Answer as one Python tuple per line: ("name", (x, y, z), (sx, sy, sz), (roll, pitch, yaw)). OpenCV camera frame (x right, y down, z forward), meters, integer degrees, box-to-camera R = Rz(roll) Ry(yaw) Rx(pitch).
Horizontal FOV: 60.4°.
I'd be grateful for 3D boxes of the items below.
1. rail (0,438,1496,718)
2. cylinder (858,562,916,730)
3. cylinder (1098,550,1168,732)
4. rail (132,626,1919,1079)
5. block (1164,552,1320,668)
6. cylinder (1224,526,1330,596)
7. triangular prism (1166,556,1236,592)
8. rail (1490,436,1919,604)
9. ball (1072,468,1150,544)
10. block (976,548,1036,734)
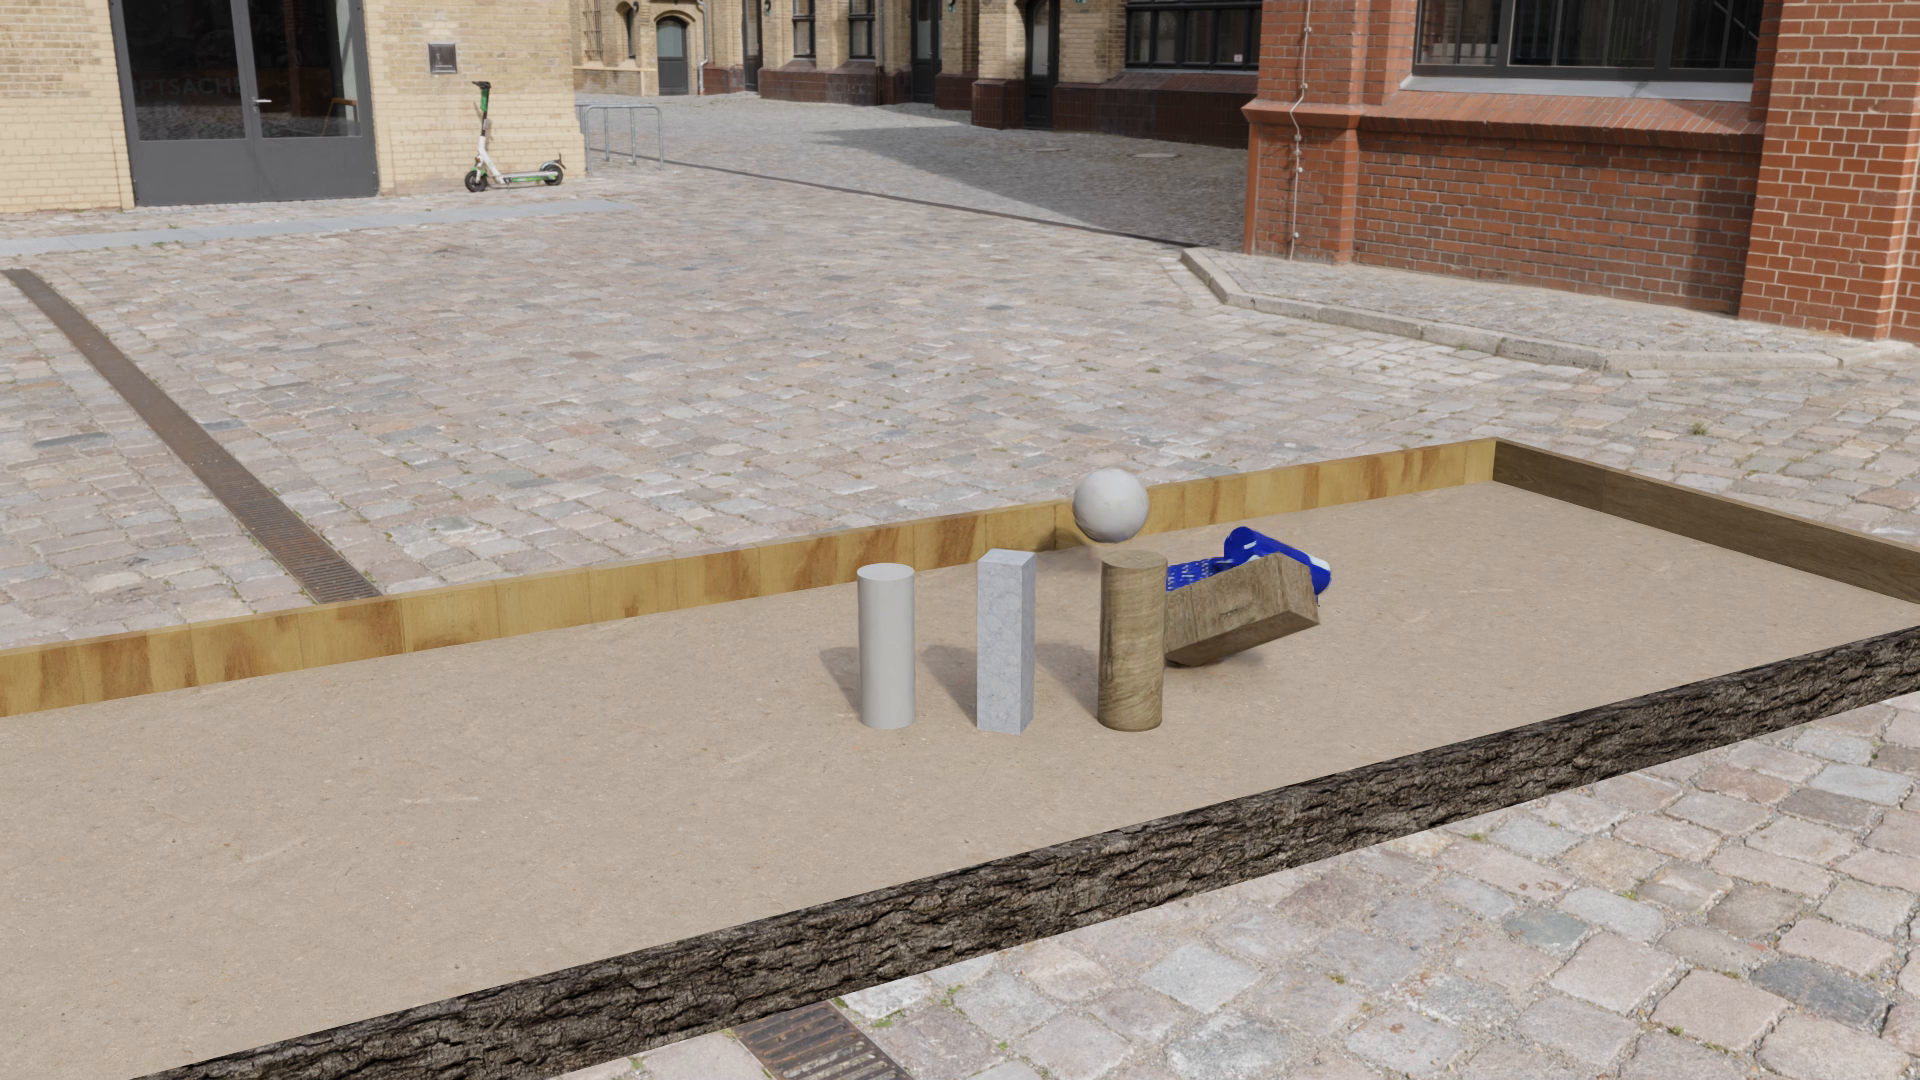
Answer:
("rail", (-3.305, 0.497, 3.399), (12.000, 0.150, 0.050), (-9, 18, -27))
("cylinder", (-0.172, 0.248, 3.862), (0.133, 0.366, 0.133), (0, 16, 0))
("cylinder", (0.402, 0.234, 3.850), (0.152, 0.399, 0.152), (0, 16, 0))
("rail", (-2.336, 1.006, 1.665), (12.000, 0.150, 0.050), (-9, 18, -27))
("block", (0.682, 0.178, 4.107), (0.374, 0.153, 0.153), (-23, -30, 35))
("cylinder", (0.904, 0.063, 4.693), (0.348, 0.112, 0.112), (20, 1, -39))
("triangular prism", (0.630, 0.127, 4.697), (0.405, 0.122, 0.140), (-9, 19, -29))
("rail", (2.466, -0.048, 5.253), (0.050, 0.150, 2.100), (-9, 18, -27))
("ball", (0.441, -0.100, 4.831), (0.228, 0.228, 0.228), (0, 16, 0))
("block", (0.107, 0.235, 3.825), (0.106, 0.411, 0.106), (6, 17, 19))
